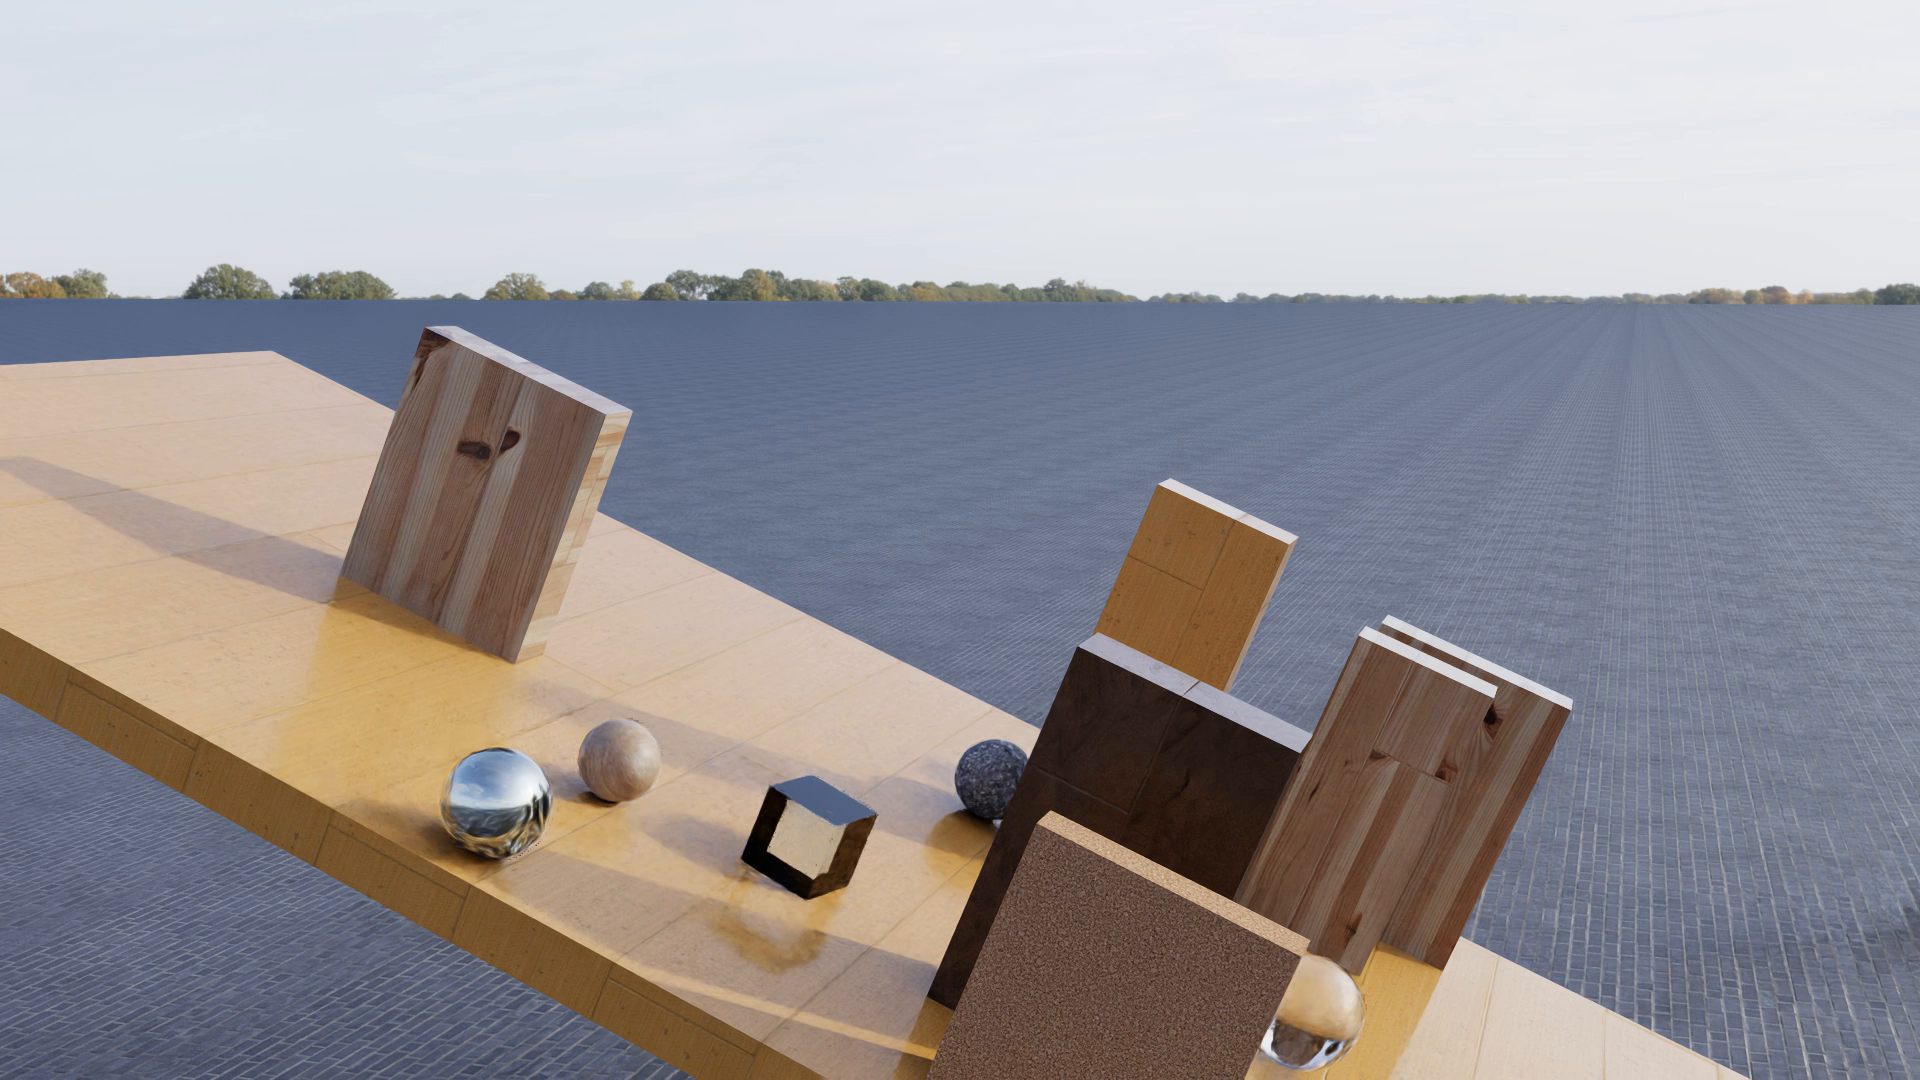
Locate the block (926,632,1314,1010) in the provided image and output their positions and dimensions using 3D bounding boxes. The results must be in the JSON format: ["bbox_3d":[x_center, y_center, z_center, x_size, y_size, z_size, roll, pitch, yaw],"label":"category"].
[{"bbox_3d":[0.248,0.516,3.465,0.373,0.628,0.138,25,13,13],"label":"block"}]

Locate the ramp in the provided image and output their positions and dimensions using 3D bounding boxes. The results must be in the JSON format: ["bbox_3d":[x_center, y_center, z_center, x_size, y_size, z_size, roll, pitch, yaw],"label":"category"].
[{"bbox_3d":[-0.295,0.517,4.188,4.000,0.100,2.000,25,13,13],"label":"ramp"}]

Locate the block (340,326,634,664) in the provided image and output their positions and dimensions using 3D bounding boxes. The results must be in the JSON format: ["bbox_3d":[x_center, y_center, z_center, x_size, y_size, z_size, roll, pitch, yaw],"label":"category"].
[{"bbox_3d":[-0.911,-0.089,4.214,0.406,0.520,0.113,25,13,13],"label":"block"}]

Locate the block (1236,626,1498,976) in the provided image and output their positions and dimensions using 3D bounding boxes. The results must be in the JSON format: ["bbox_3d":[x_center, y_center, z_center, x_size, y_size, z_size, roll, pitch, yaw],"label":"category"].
[{"bbox_3d":[0.802,0.519,4.380,0.282,0.625,0.119,25,13,13],"label":"block"}]

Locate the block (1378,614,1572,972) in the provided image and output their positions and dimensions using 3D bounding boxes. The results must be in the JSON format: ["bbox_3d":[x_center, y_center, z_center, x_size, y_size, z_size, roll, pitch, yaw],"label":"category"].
[{"bbox_3d":[0.957,0.529,4.621,0.415,0.616,0.115,25,13,13],"label":"block"}]

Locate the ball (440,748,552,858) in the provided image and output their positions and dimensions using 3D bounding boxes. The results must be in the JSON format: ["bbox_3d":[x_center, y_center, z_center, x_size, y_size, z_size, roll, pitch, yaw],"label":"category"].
[{"bbox_3d":[-0.709,0.401,3.361,0.169,0.169,0.169,0,7,0],"label":"ball"}]

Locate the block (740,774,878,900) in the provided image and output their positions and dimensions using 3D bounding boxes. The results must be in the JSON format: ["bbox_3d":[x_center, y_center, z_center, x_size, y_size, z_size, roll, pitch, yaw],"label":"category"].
[{"bbox_3d":[-0.257,0.506,3.752,0.143,0.143,0.143,28,14,23],"label":"block"}]

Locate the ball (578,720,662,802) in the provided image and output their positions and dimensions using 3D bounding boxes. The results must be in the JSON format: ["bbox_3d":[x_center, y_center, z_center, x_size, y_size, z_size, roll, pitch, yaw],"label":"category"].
[{"bbox_3d":[-0.580,0.376,3.744,0.141,0.141,0.141,0,7,0],"label":"ball"}]

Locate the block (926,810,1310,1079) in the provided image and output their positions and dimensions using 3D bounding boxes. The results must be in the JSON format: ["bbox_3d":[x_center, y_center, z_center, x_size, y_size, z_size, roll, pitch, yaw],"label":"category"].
[{"bbox_3d":[0.223,0.683,3.182,0.415,0.435,0.080,25,13,13],"label":"block"}]

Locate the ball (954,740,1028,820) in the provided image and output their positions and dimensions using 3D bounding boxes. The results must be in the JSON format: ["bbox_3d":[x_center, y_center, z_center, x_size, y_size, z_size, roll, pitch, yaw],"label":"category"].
[{"bbox_3d":[0.070,0.477,4.375,0.160,0.160,0.160,0,7,0],"label":"ball"}]

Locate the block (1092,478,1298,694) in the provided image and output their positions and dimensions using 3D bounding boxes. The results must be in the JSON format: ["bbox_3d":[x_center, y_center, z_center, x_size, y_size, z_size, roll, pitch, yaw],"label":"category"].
[{"bbox_3d":[0.362,0.294,4.223,0.269,0.775,0.119,25,13,13],"label":"block"}]

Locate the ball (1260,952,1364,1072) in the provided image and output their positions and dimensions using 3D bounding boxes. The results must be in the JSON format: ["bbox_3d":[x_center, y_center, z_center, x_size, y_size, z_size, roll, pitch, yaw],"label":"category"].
[{"bbox_3d":[0.597,0.815,3.799,0.200,0.200,0.200,0,7,0],"label":"ball"}]
